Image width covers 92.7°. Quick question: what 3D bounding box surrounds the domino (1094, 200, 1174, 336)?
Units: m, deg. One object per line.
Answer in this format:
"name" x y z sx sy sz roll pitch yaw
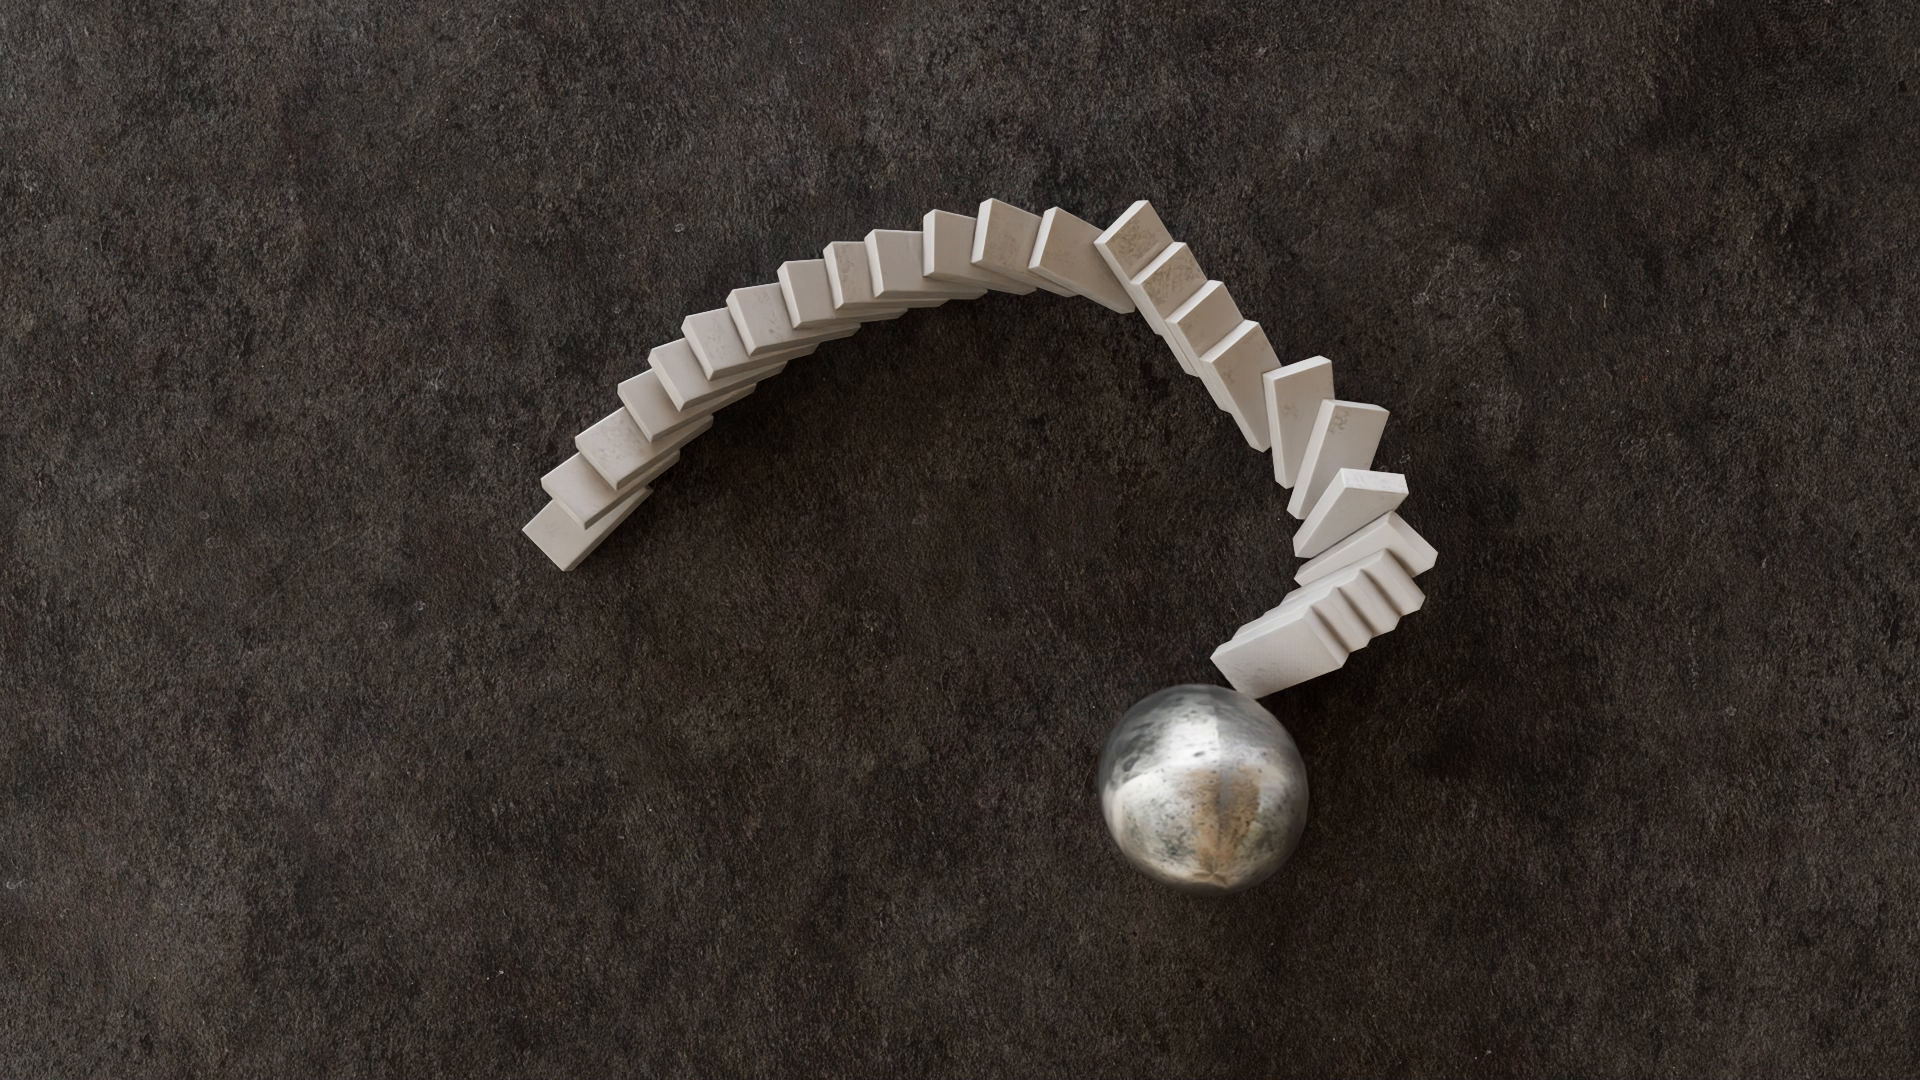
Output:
"domino" 0.080 -0.113 0.384 0.025 0.010 0.050 -45 118 -2

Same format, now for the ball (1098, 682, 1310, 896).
"ball" 0.095 0.097 0.360 0.080 0.080 0.080 0 90 0

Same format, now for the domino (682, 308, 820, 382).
"domino" -0.086 -0.085 0.381 0.050 0.010 0.025 -24 85 -34

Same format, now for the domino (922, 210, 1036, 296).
"domino" 0.009 -0.120 0.383 0.050 0.010 0.025 1 90 -30

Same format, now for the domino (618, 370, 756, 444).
"domino" -0.114 -0.064 0.385 0.050 0.009 0.025 -34 90 -26

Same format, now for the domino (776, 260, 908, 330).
"domino" -0.049 -0.104 0.383 0.050 0.010 0.025 -15 90 -31

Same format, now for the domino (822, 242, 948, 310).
"domino" -0.030 -0.111 0.383 0.050 0.010 0.025 -11 90 -31

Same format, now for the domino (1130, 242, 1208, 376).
"domino" 0.095 -0.096 0.384 0.025 0.009 0.050 -42 118 -1

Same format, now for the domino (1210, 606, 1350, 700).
"domino" 0.131 0.048 0.378 0.025 0.050 0.010 51 49 0

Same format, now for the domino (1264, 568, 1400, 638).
"domino" 0.151 0.033 0.378 0.025 0.050 0.010 51 49 0

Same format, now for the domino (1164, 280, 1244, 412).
"domino" 0.109 -0.080 0.384 0.025 0.010 0.050 -41 118 0

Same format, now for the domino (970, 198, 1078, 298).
"domino" 0.030 -0.121 0.383 0.050 0.010 0.025 10 90 -30

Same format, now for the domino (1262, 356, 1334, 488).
"domino" 0.144 -0.049 0.384 0.025 0.010 0.050 -18 117 -2

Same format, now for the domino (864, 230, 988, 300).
"domino" -0.014 -0.114 0.382 0.050 0.010 0.025 -9 89 -31

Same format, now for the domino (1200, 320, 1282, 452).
"domino" 0.124 -0.064 0.384 0.025 0.010 0.050 -40 117 0

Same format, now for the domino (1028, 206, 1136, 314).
"domino" 0.055 -0.117 0.385 0.050 0.009 0.025 17 90 -27

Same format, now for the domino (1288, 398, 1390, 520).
"domino" 0.158 -0.032 0.383 0.025 0.009 0.050 5 114 -11

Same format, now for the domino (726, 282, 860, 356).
"domino" -0.069 -0.094 0.382 0.050 0.009 0.025 -21 88 -33

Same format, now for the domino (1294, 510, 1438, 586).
"domino" 0.166 0.011 0.378 0.025 0.050 0.009 43 50 0

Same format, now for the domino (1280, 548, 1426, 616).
"domino" 0.161 0.025 0.378 0.025 0.050 0.009 51 49 0

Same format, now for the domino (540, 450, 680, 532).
"domino" -0.145 -0.030 0.384 0.025 0.009 0.050 46 62 0

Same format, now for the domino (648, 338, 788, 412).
"domino" -0.100 -0.074 0.381 0.050 0.009 0.025 -31 88 -34

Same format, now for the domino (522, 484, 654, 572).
"domino" -0.160 -0.013 0.395 0.050 0.009 0.025 -44 90 0

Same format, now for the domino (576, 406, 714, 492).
"domino" -0.131 -0.045 0.384 0.025 0.009 0.050 48 62 1

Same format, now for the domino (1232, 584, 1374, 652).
"domino" 0.140 0.040 0.378 0.025 0.050 0.010 51 49 0

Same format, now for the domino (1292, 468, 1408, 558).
"domino" 0.159 -0.009 0.376 0.025 0.050 0.009 6 56 -2
